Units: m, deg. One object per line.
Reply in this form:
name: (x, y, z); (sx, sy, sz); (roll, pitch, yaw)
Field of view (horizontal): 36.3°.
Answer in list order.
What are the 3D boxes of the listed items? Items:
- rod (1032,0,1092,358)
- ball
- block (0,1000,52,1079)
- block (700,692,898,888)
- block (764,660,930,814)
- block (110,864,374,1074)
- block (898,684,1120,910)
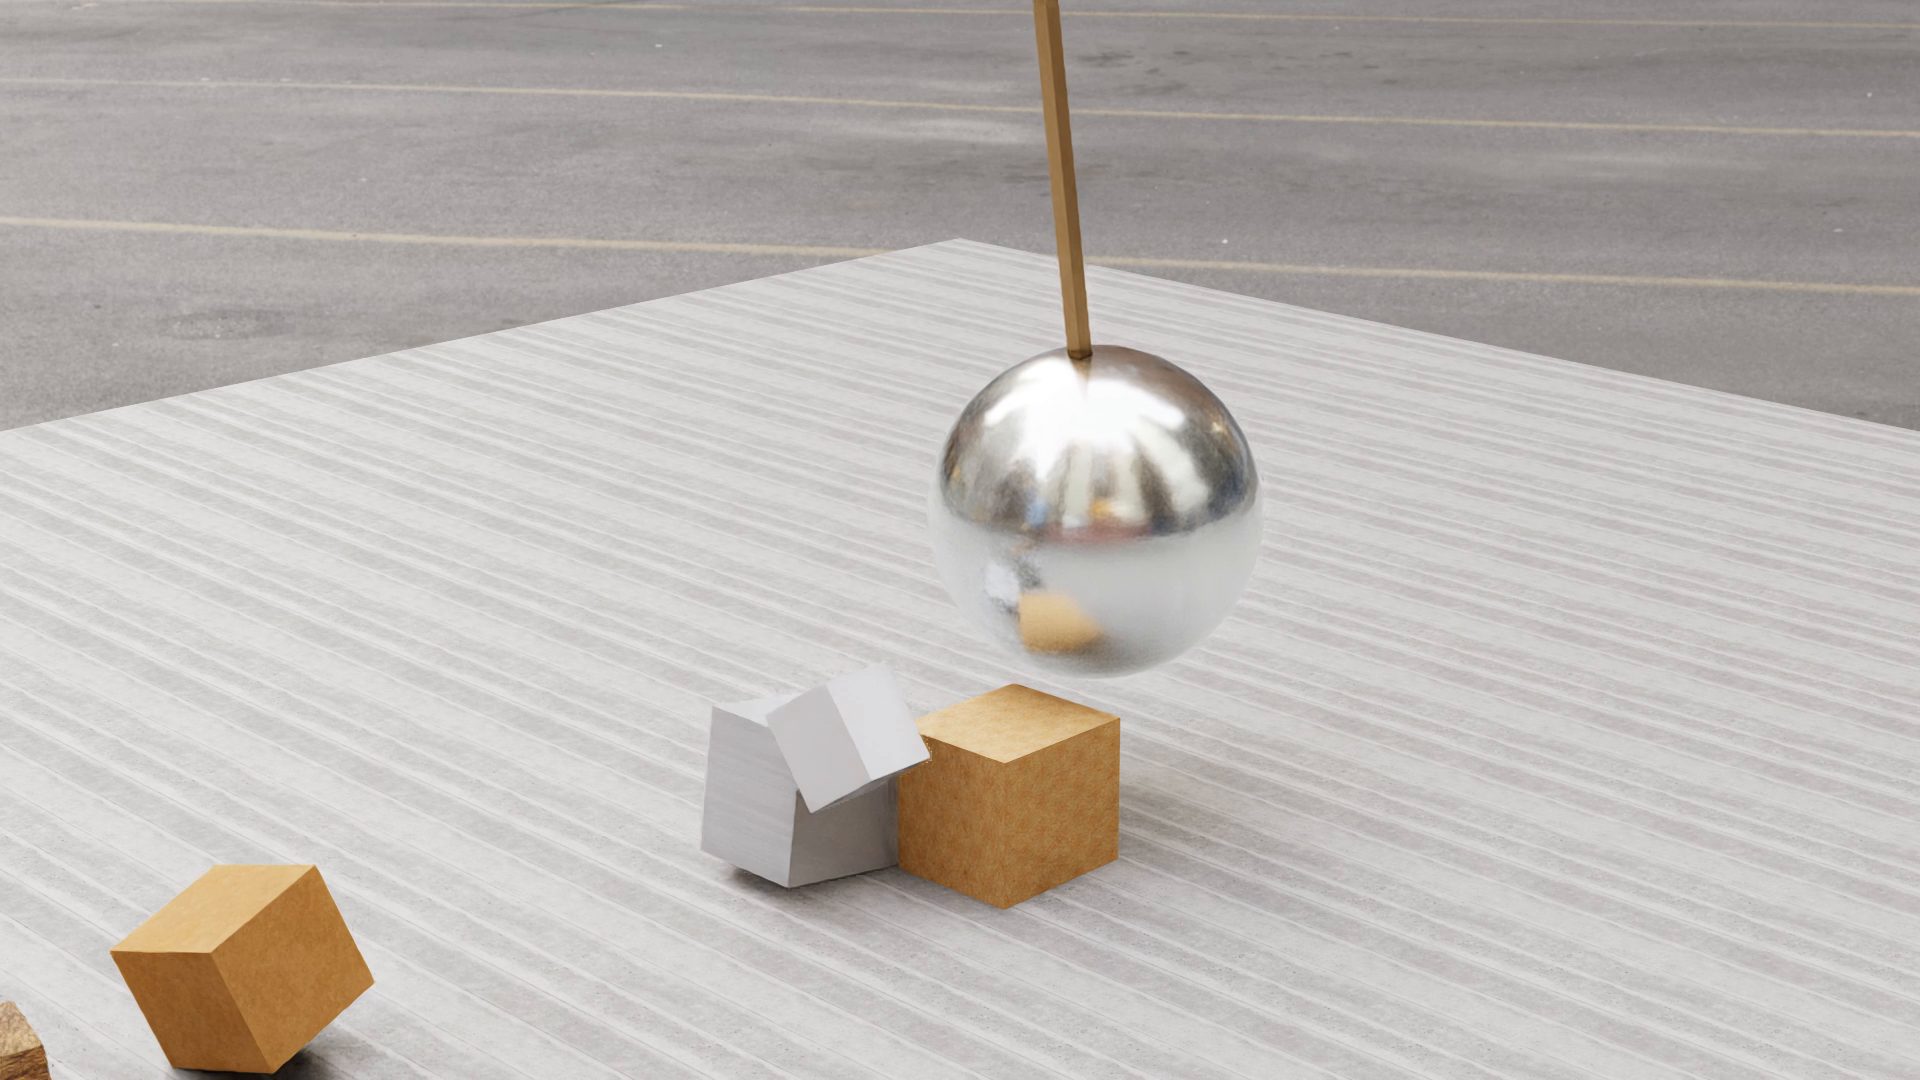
rod: (0.279, -3.230, 12.620); (0.080, 5.200, 0.080); (17, 33, 42)
ball: (0.645, -0.133, 13.976); (1.600, 1.600, 1.600); (0, 17, 0)
block: (-3.504, 2.095, 10.244); (0.631, 0.680, 0.713); (-14, 10, -24)
block: (-0.701, 1.126, 13.457); (0.601, 0.688, 0.707); (17, 16, 42)
block: (-0.489, 0.857, 12.795); (0.379, 0.470, 0.455); (-30, -8, 34)
block: (-2.832, 1.686, 11.588); (0.628, 0.563, 0.600); (-5, 26, 38)
block: (0.226, 1.163, 13.472); (0.663, 0.703, 0.779); (16, 23, 41)
